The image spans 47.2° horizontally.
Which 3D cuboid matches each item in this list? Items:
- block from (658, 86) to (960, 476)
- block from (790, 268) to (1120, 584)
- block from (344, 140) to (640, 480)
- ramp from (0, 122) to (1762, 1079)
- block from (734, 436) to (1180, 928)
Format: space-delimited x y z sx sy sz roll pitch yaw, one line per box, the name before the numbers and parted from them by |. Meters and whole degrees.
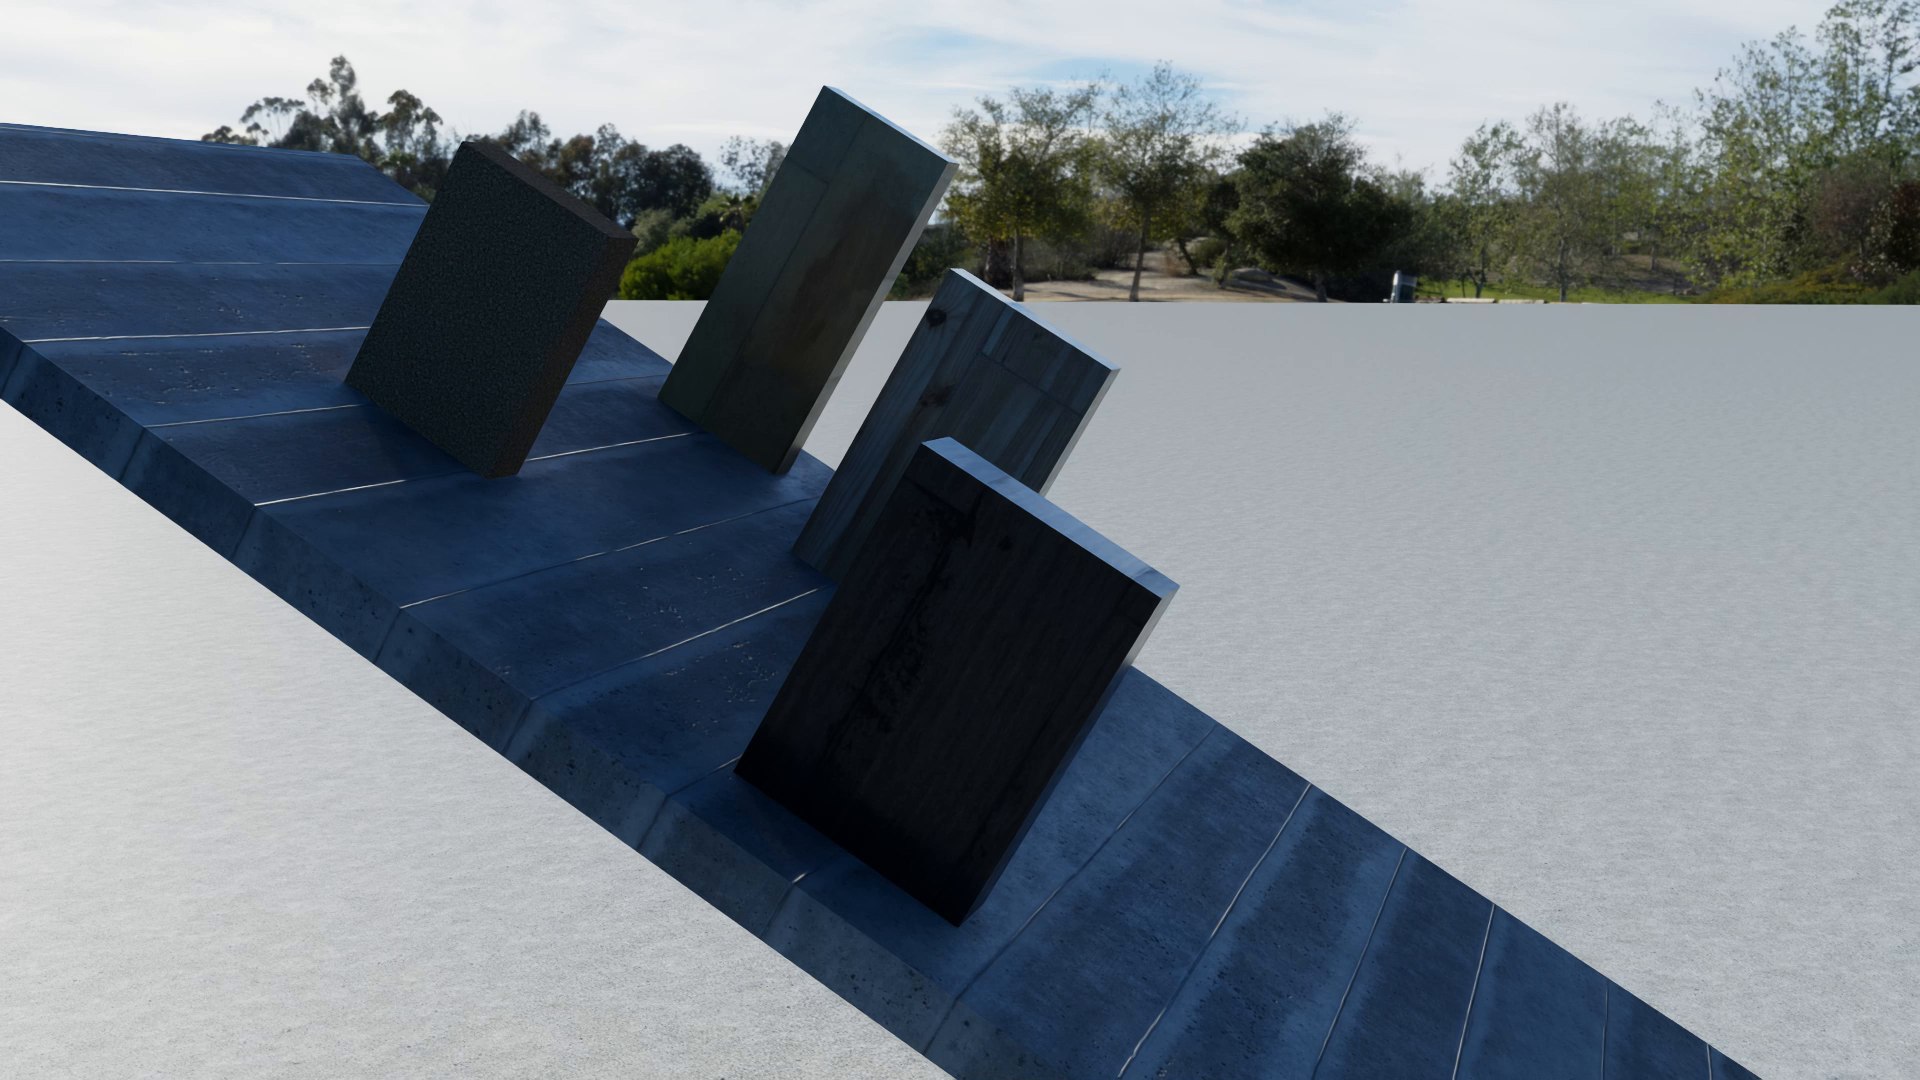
block | -0.339 -0.566 4.838 0.328 0.789 0.085 33 15 11
block | -0.014 -0.156 4.364 0.377 0.660 0.084 33 15 11
block | -0.839 -0.409 3.931 0.331 0.495 0.113 33 15 11
ramp | -0.171 0.281 4.121 4.000 0.100 2.000 33 15 11
block | -0.010 0.210 3.296 0.417 0.591 0.135 33 15 11
